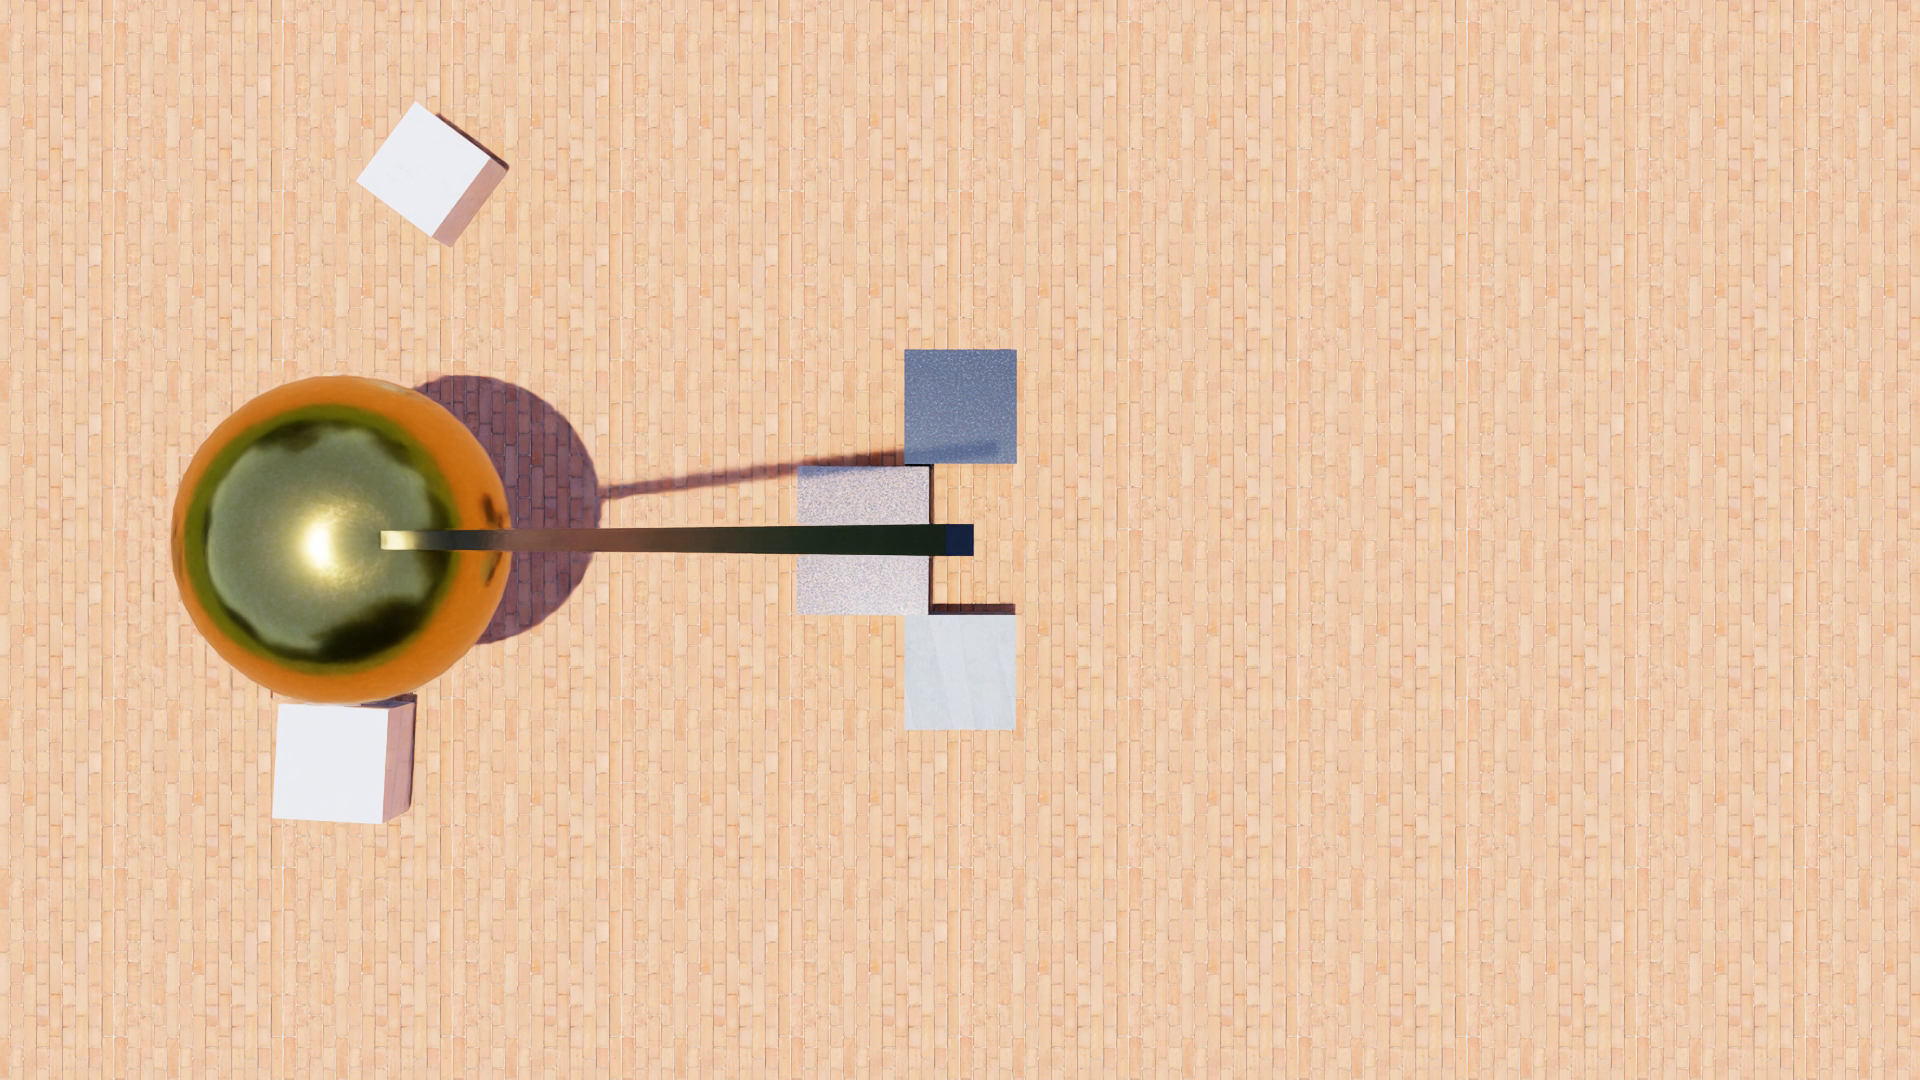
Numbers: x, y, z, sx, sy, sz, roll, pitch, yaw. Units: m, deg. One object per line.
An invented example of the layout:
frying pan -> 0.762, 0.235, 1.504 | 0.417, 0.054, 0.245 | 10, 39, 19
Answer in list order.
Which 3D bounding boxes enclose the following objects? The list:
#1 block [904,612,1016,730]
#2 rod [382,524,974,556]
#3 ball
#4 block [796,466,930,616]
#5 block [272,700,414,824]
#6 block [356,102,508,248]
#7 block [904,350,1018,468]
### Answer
block -> 0.001, 0.744, 12.679 | 0.625, 0.642, 0.644 | 0, 90, 0
rod -> -1.289, 0.000, 7.689 | 0.080, 5.200, 0.080 | 0, 90, -30
ball -> -2.975, 0.000, 10.642 | 1.600, 1.600, 1.600 | 0, 90, 0
block -> -0.542, 0.004, 12.625 | 0.733, 0.749, 0.828 | 0, 90, 0
block -> -3.548, 1.261, 12.694 | 0.618, 0.612, 0.644 | 3, 90, 0
block -> -3.055, -2.110, 12.756 | 0.533, 0.489, 0.566 | 37, 90, 0
block -> 0.003, -0.746, 12.640 | 0.630, 0.720, 0.640 | 0, 90, 0
